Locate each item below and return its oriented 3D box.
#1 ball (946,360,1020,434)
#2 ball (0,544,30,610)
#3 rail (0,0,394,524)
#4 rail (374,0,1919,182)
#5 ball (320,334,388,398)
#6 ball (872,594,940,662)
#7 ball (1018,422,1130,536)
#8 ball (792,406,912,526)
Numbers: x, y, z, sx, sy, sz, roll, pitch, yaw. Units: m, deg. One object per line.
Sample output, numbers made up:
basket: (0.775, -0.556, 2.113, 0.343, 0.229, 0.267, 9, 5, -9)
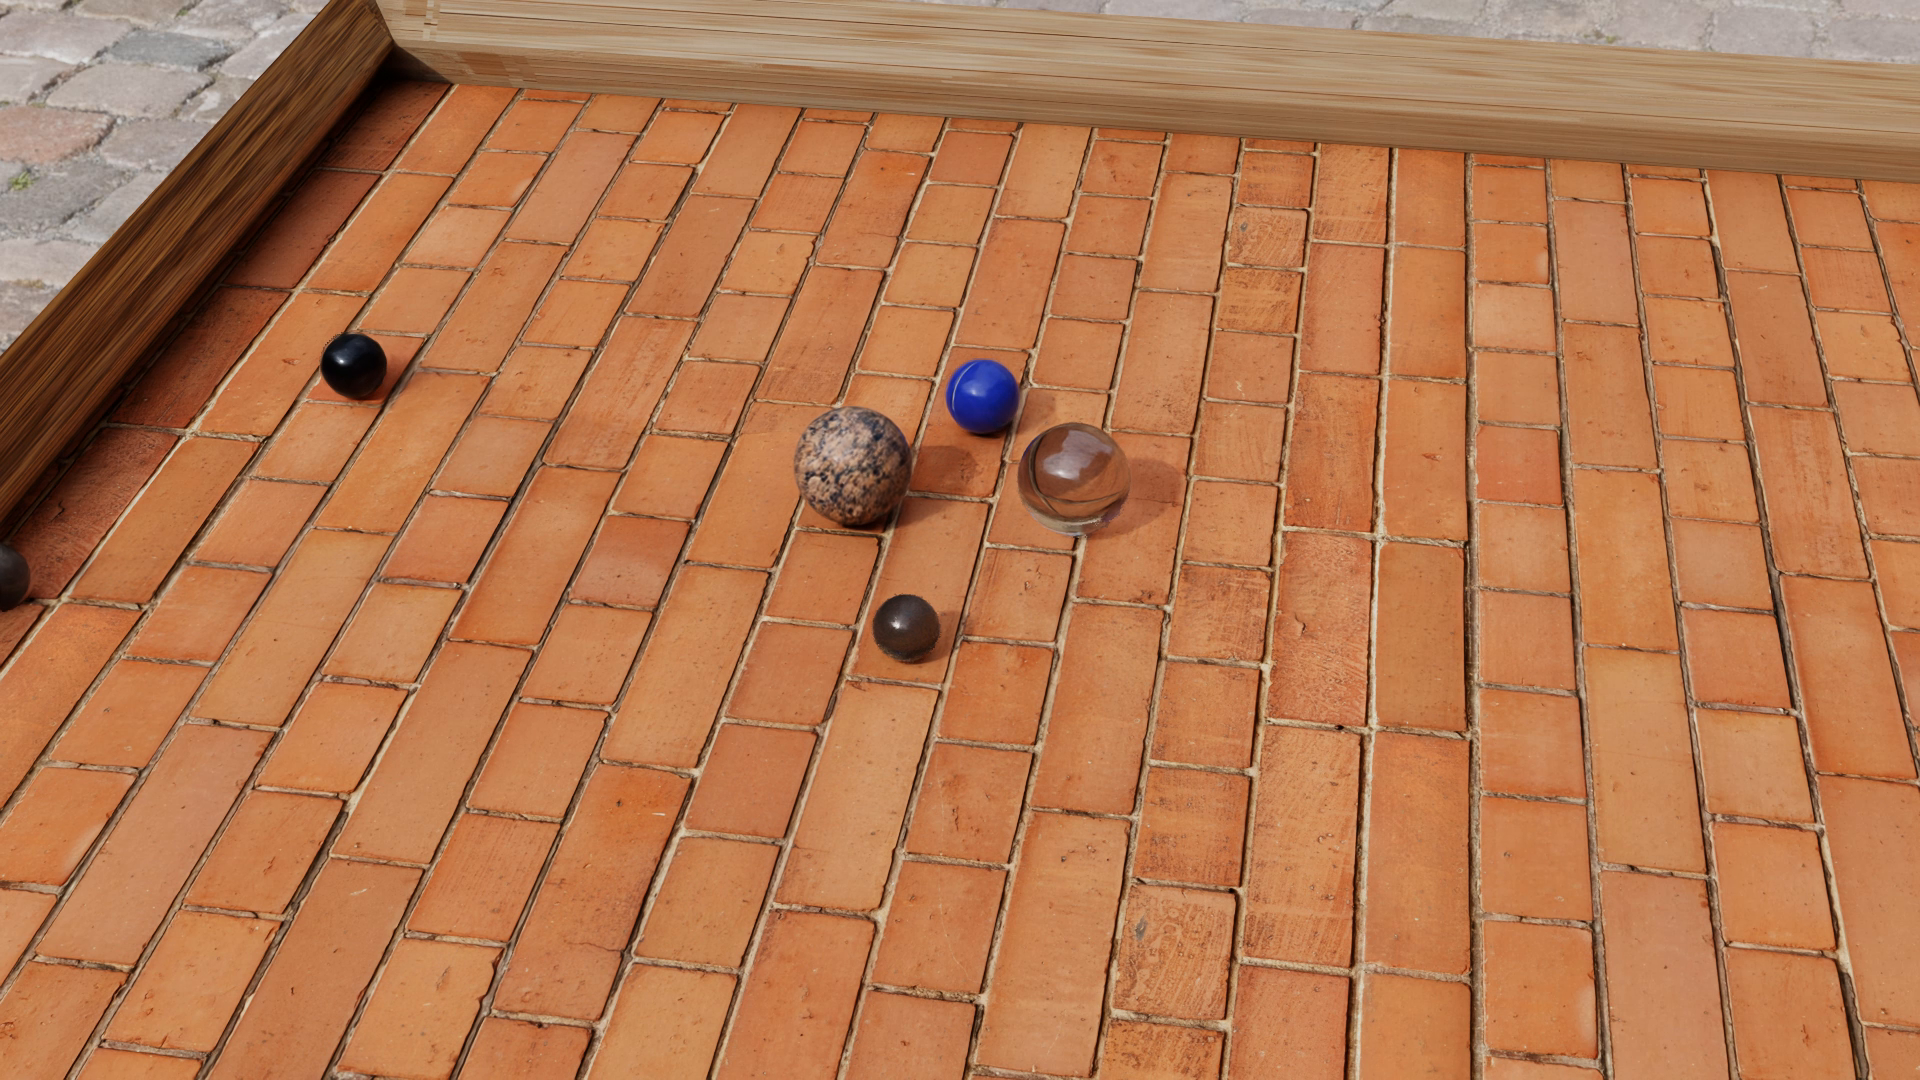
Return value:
ball: (0.020, -0.120, 2.162, 0.063, 0.063, 0.063, 0, 34, 0)
ball: (-0.735, 0.028, 1.955, 0.051, 0.051, 0.051, 0, 34, 0)
rail: (-0.740, -0.089, 2.061, 0.045, 0.124, 1.655, 5, 35, 7)
rail: (0.890, -0.402, 2.519, 3.092, 0.124, 0.045, 5, 35, 7)
ball: (-0.522, -0.150, 2.212, 0.056, 0.056, 0.056, 0, 34, 0)
ball: (-0.040, 0.065, 1.901, 0.050, 0.050, 0.050, 0, 34, 0)
ball: (0.090, -0.048, 2.032, 0.090, 0.090, 0.090, 0, 34, 0)
ball: (-0.085, -0.059, 2.044, 0.095, 0.095, 0.095, 0, 34, 0)
